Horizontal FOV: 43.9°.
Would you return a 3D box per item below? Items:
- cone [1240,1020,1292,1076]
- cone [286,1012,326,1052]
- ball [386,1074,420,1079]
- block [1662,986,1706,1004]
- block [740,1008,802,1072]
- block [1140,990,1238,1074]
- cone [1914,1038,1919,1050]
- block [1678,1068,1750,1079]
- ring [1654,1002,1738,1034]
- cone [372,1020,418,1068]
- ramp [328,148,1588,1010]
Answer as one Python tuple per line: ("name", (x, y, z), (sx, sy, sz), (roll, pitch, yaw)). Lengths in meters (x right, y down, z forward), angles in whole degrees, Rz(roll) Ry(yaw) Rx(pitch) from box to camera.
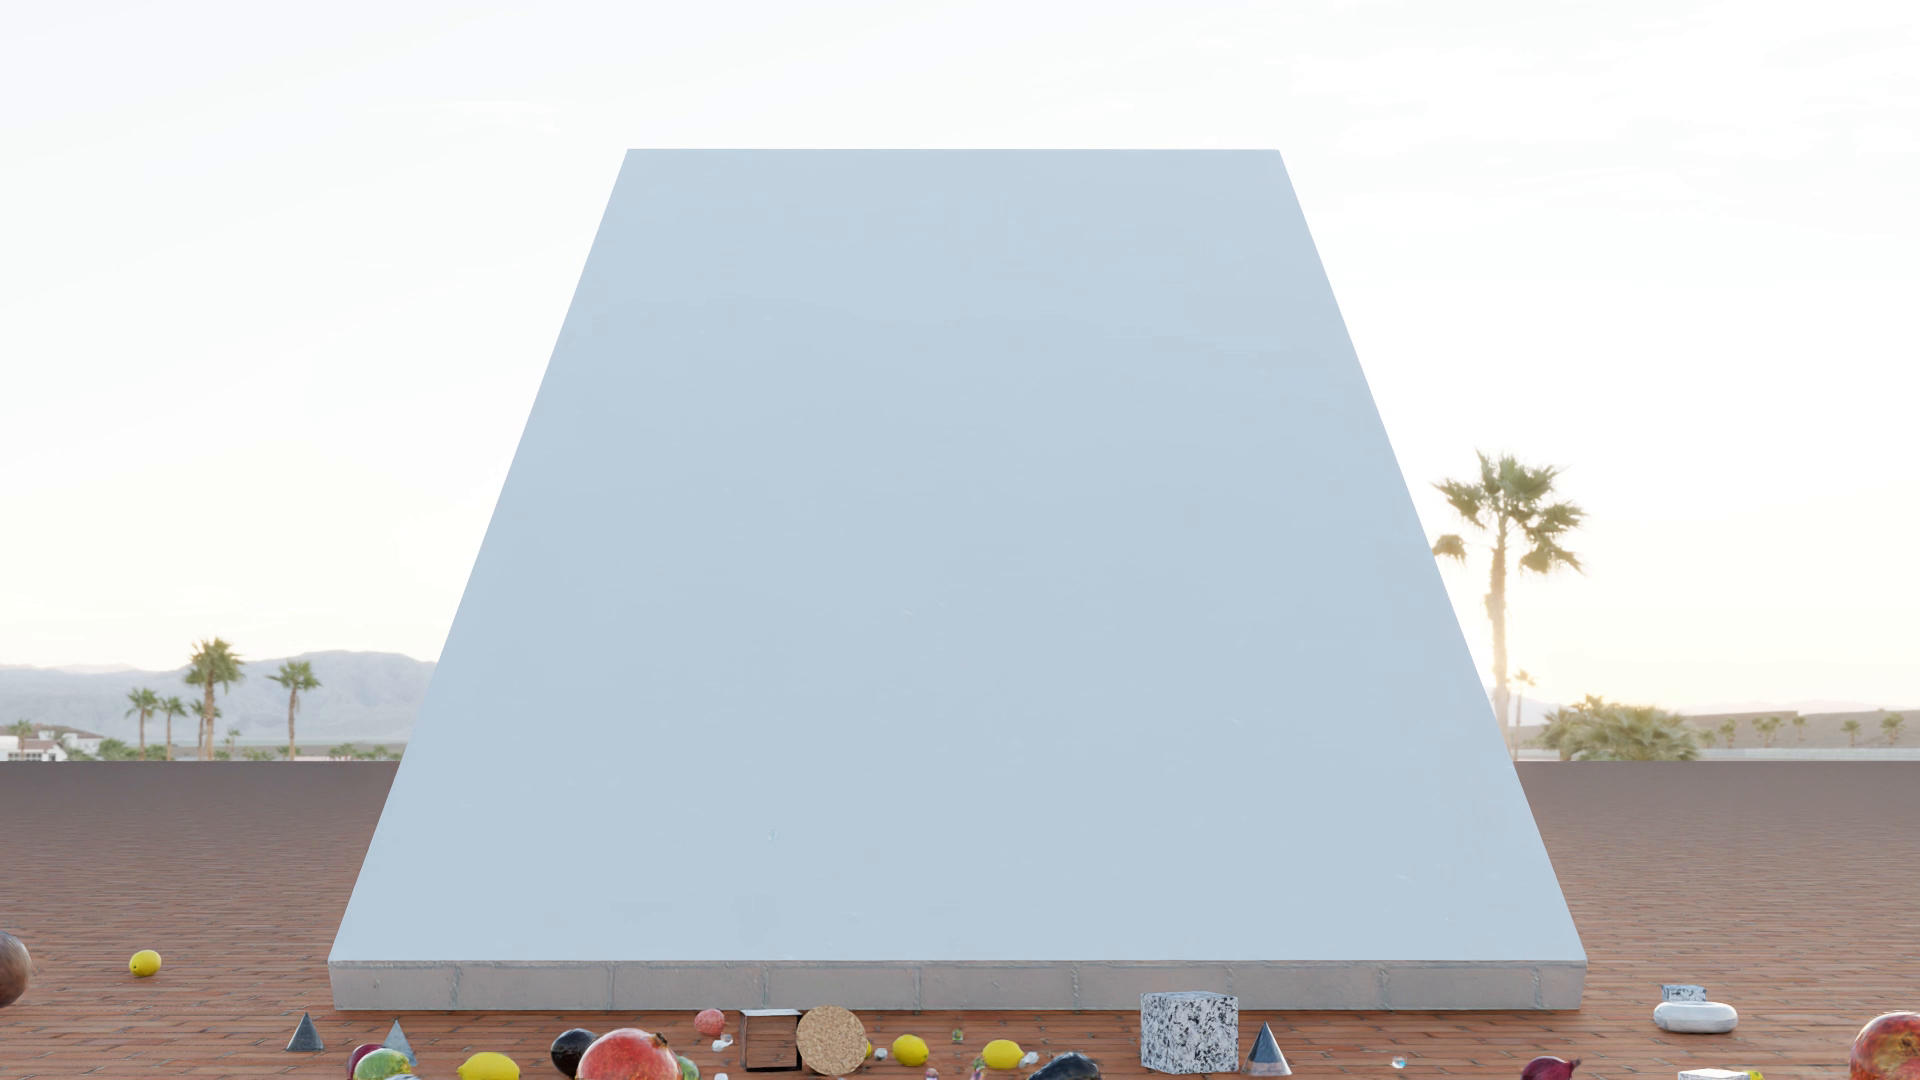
("cone", (0.395, 0.654, 3.078), (0.067, 0.067, 0.067), (0, -5, 0))
("cone", (-0.910, 0.682, 3.316), (0.054, 0.054, 0.054), (0, -5, 0))
("ball", (-0.603, 0.610, 2.576), (0.065, 0.065, 0.065), (0, -5, 0))
("block", (1.106, 0.711, 3.641), (0.055, 0.055, 0.055), (0, -5, 5))
("block", (-0.248, 0.655, 3.124), (0.072, 0.072, 0.072), (1, -5, -13))
("block", (0.300, 0.644, 3.123), (0.094, 0.094, 0.094), (2, -6, -22))
("cone", (1.360, 0.680, 3.321), (0.059, 0.059, 0.059), (0, -5, 0))
("block", (0.841, 0.622, 2.658), (0.055, 0.055, 0.055), (4, -6, -36))
("ring", (1.094, 0.710, 3.546), (0.121, 0.040, 0.121), (1, -6, 0))
("cone", (-0.747, 0.665, 3.157), (0.059, 0.059, 0.059), (0, -5, 0))
("ramp", (-0.011, -0.223, 5.574), (2.000, 0.100, 4.000), (0, 28, 0))
